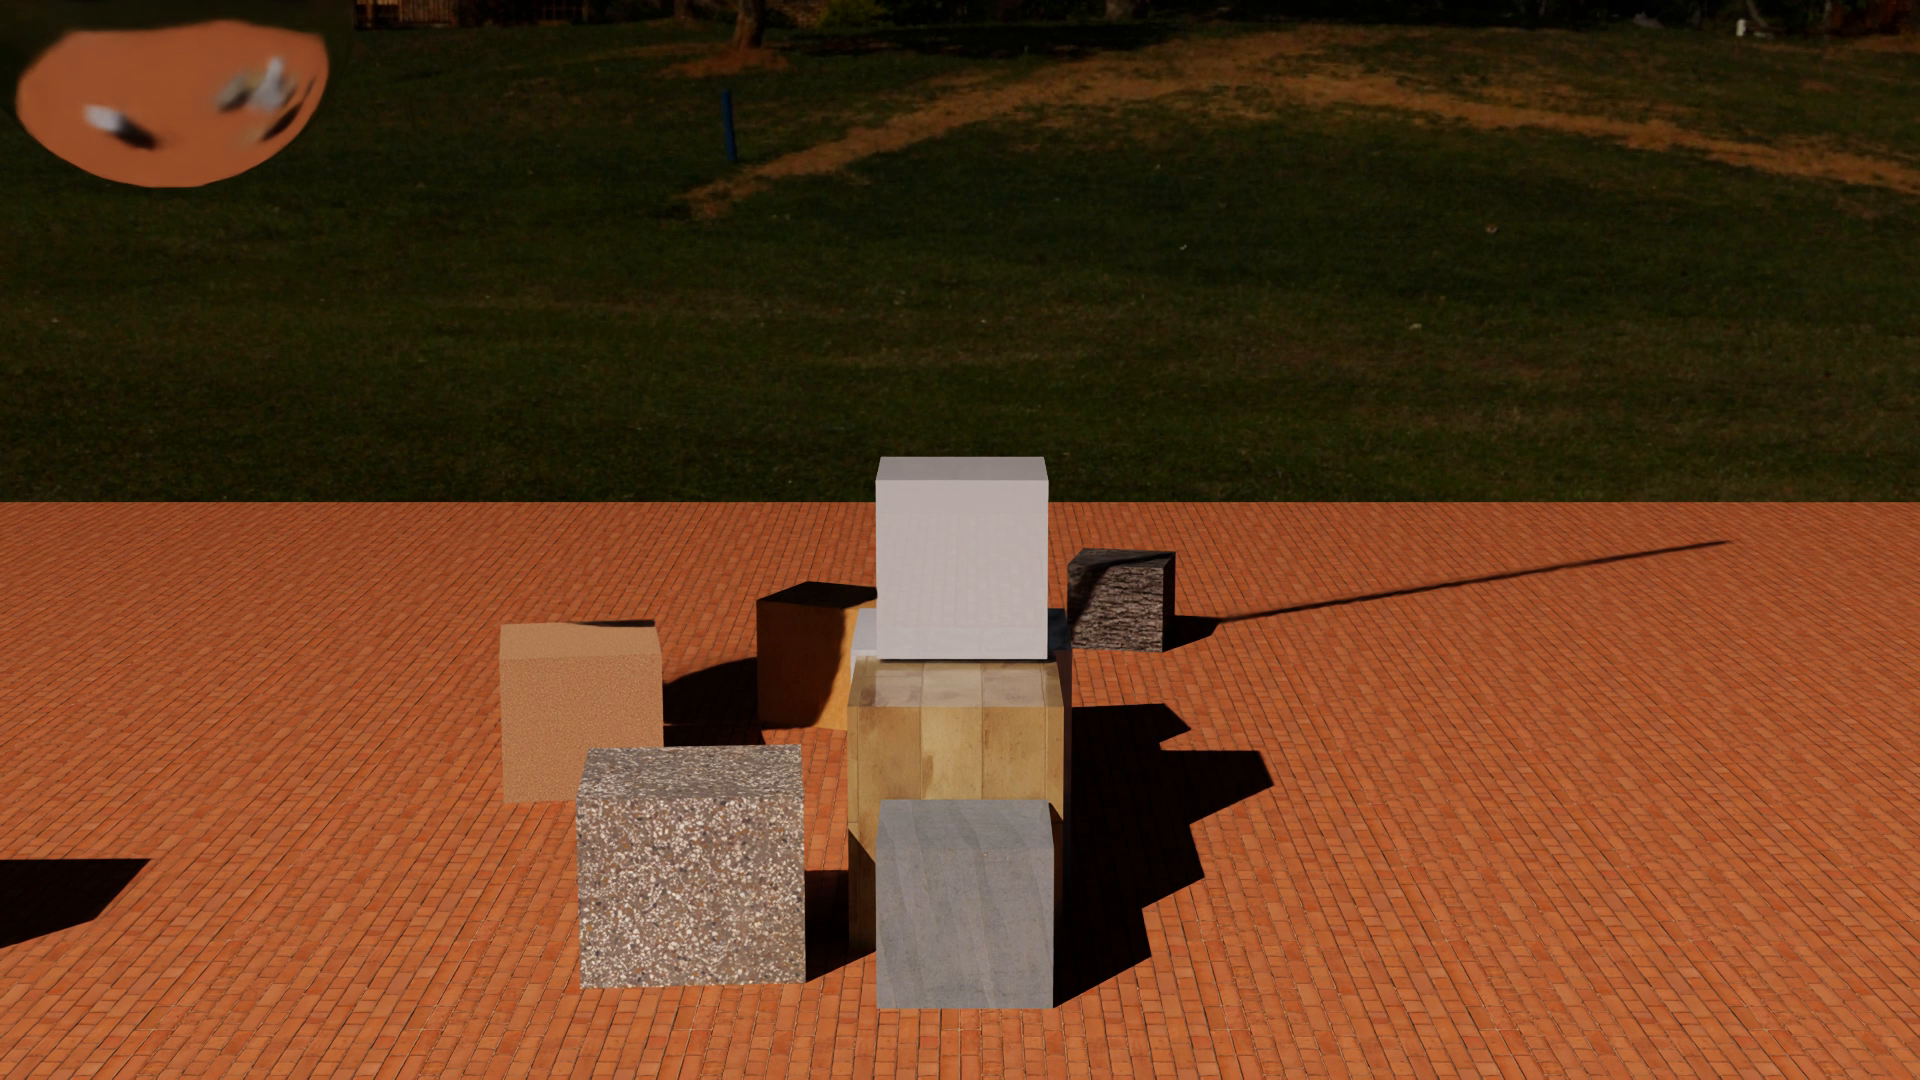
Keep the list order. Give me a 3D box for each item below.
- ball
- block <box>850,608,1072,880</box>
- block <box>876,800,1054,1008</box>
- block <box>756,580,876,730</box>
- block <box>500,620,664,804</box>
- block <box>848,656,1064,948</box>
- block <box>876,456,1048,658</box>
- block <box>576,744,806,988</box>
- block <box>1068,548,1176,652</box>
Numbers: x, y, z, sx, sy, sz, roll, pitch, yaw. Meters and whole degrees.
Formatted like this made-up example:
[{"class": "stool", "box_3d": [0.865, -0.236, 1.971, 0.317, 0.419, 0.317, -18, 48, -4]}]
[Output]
[{"class": "ball", "box_3d": [-3.356, -2.276, 10.766, 1.600, 1.600, 1.600, 0, 10, 0]}, {"class": "block", "box_3d": [0.007, 0.908, 11.678, 0.963, 1.035, 0.894, 0, 10, 0]}, {"class": "block", "box_3d": [0.018, 1.412, 10.028, 0.671, 0.633, 0.663, 0, 10, 0]}, {"class": "block", "box_3d": [-0.663, 0.638, 14.176, 0.715, 0.673, 0.595, 5, 11, 24]}, {"class": "block", "box_3d": [-1.905, 0.847, 12.896, 0.780, 0.719, 0.813, -2, 10, -9]}, {"class": "block", "box_3d": [-0.017, 1.082, 10.790, 0.866, 1.010, 0.915, 0, 10, 0]}, {"class": "block", "box_3d": [0.010, 0.068, 11.244, 0.730, 0.774, 0.673, 0, 10, 0]}, {"class": "block", "box_3d": [-1.068, 1.297, 10.315, 0.873, 0.758, 0.777, -1, 10, -4]}, {"class": "block", "box_3d": [1.013, 0.371, 16.044, 0.592, 0.529, 0.568, 2, 11, 12]}]
